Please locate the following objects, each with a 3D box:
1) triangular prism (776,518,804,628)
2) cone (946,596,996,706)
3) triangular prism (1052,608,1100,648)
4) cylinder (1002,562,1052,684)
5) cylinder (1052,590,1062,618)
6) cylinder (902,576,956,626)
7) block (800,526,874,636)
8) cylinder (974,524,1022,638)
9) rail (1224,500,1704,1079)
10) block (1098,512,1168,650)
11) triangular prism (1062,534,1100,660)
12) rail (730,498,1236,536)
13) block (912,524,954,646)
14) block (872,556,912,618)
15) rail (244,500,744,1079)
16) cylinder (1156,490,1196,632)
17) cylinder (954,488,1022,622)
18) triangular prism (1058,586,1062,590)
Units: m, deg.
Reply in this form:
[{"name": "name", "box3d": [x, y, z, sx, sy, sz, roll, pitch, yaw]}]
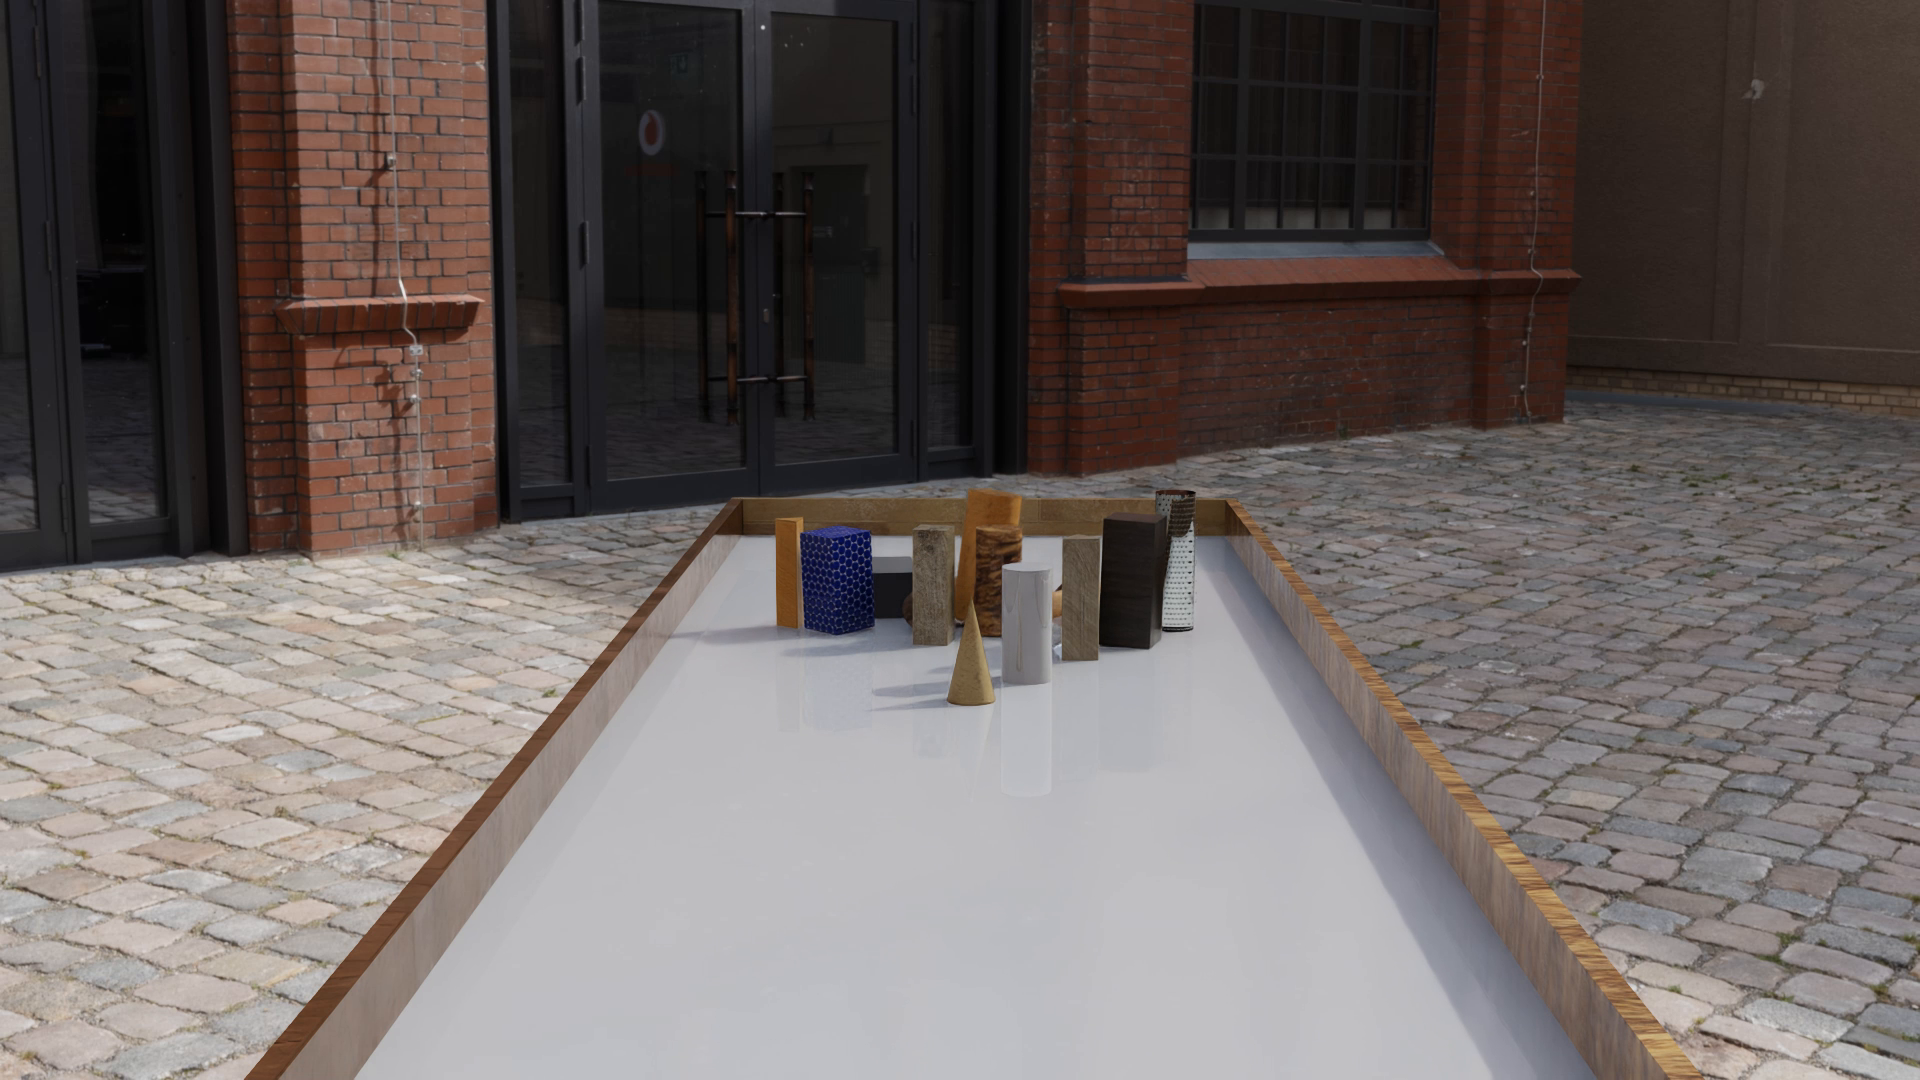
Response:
[{"name": "triangular prism", "box3d": [-0.542, 0.105, 7.217, 0.093, 0.354, 0.080, 7, 12, 39]}, {"name": "cone", "box3d": [0.032, 0.301, 6.147, 0.138, 0.301, 0.138, 0, 9, 0]}, {"name": "triangular prism", "box3d": [0.400, 0.255, 7.022, 0.089, 0.077, 0.405, -42, -14, 29]}, {"name": "cylinder", "box3d": [0.195, 0.243, 6.409, 0.148, 0.334, 0.148, 0, 9, 0]}, {"name": "cylinder", "box3d": [0.365, 0.224, 7.173, 0.133, 0.133, 0.333, 8, 12, 42]}, {"name": "cylinder", "box3d": [-0.087, 0.203, 7.295, 0.136, 0.136, 0.323, 2, 9, 12]}, {"name": "block", "box3d": [-0.399, 0.129, 7.155, 0.163, 0.317, 0.163, -12, 15, -42]}, {"name": "cylinder", "box3d": [0.122, 0.131, 7.084, 0.149, 0.341, 0.149, 1, 9, 0]}, {"name": "rail", "box3d": [1.046, 0.843, 3.208, 0.050, 0.150, 12.000, 0, 9, 1]}, {"name": "block", "box3d": [0.544, 0.126, 6.924, 0.165, 0.399, 0.165, 5, 10, 17]}, {"name": "triangular prism", "box3d": [0.364, 0.174, 6.715, 0.112, 0.375, 0.097, 0, 9, -3]}, {"name": "rail", "box3d": [0.099, -0.098, 9.147, 2.100, 0.150, 0.050, 0, 9, 1]}, {"name": "block", "box3d": [-0.082, 0.142, 6.946, 0.111, 0.366, 0.111, 2, 9, 12]}, {"name": "block", "box3d": [-0.234, 0.159, 7.514, 0.153, 0.153, 0.335, -1, 9, -5]}, {"name": "rail", "box3d": [-1.004, 0.839, 3.234, 0.050, 0.150, 12.000, 0, 9, 1]}, {"name": "cylinder", "box3d": [0.698, 0.067, 7.156, 0.131, 0.448, 0.131, 0, 9, 0]}, {"name": "cylinder", "box3d": [0.088, 0.055, 7.232, 0.178, 0.427, 0.178, 8, 7, -1]}, {"name": "triangular prism", "box3d": [0.363, 0.184, 7.514, 0.115, 0.099, 0.435, 2, 9, 12]}]
